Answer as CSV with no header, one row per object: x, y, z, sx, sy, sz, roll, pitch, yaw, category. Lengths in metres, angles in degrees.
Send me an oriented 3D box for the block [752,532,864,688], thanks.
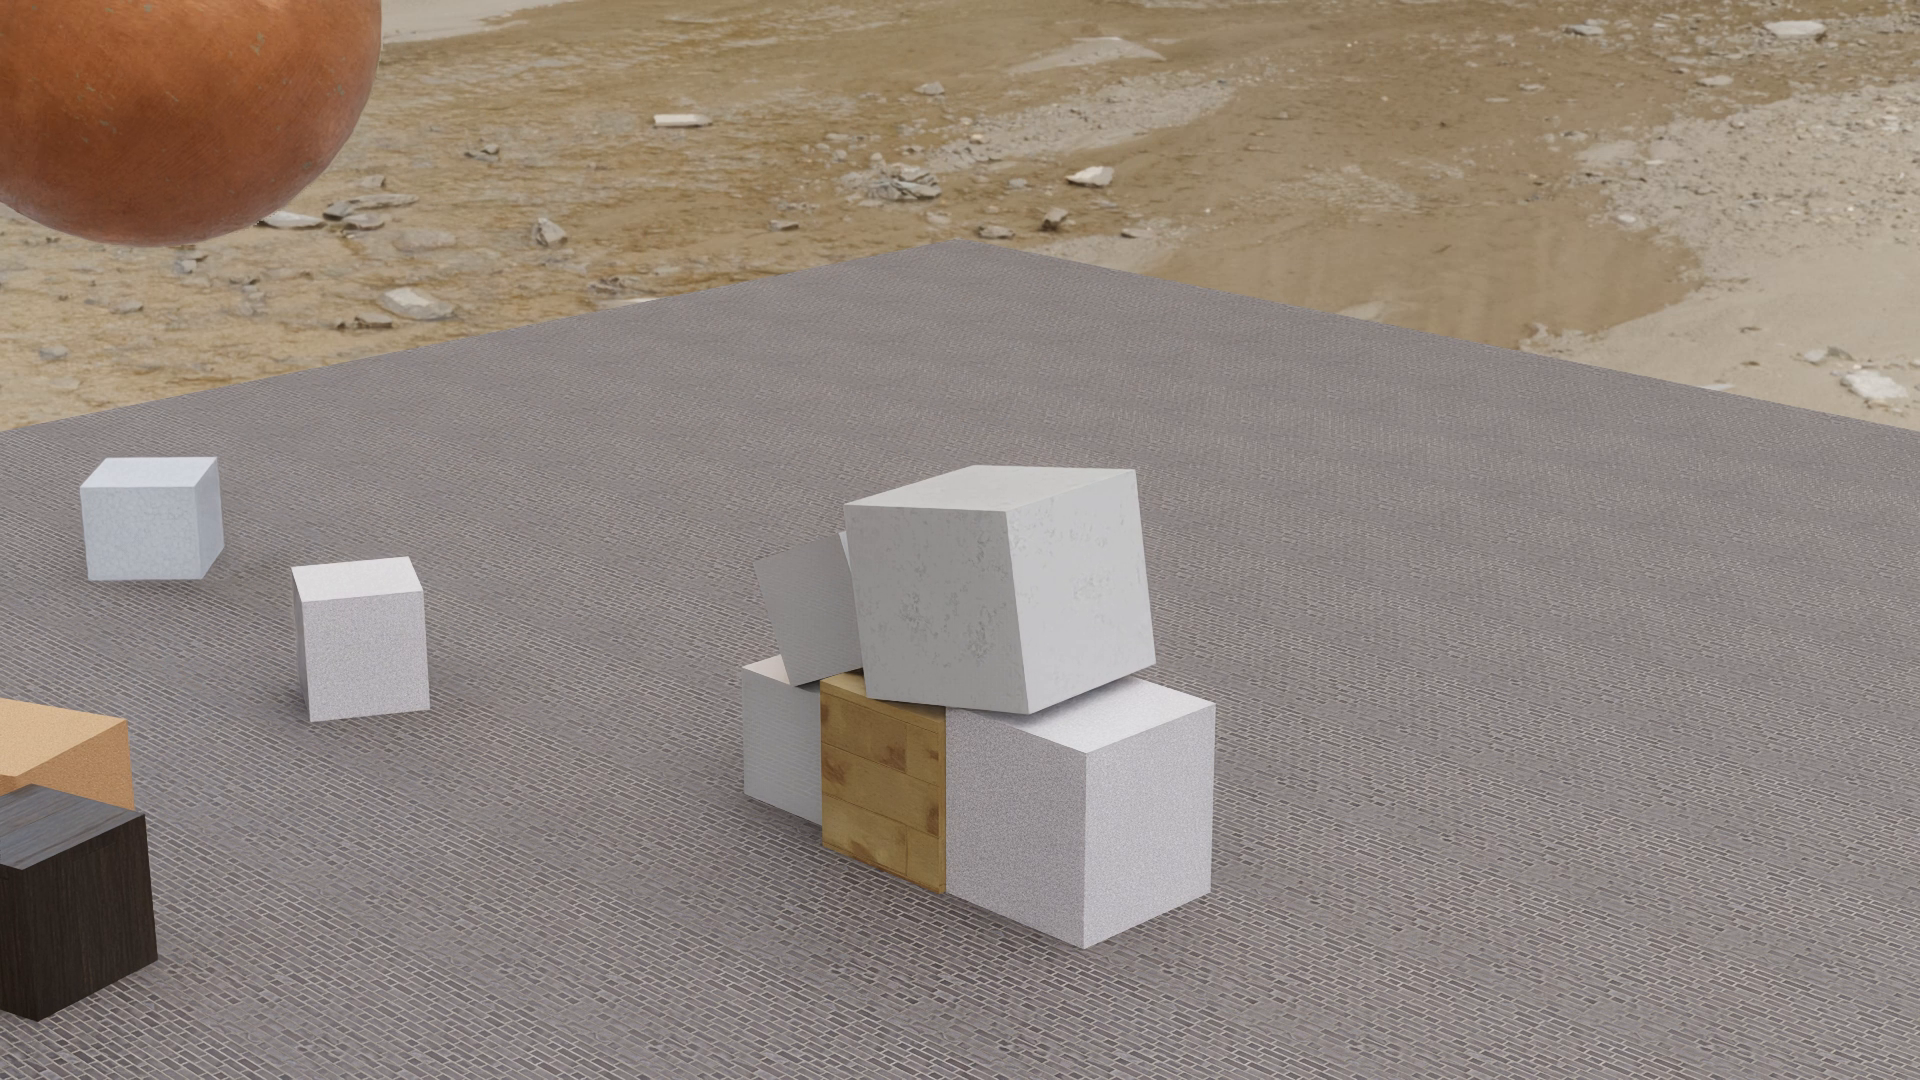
-0.453,0.265,13.890,0.642,0.622,0.667,-17,-1,-43,block

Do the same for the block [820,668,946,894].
-0.055,1.029,13.689,0.775,0.829,0.896,17,24,42,block

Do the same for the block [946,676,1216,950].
0.535,1.159,13.137,0.846,0.911,0.848,-17,24,-42,block

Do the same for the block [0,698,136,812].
-4.341,1.214,13.271,0.881,0.726,0.753,7,19,22,block

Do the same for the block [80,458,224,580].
-4.897,-0.135,17.807,0.675,0.580,0.641,0,17,-2,block

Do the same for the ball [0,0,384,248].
-2.760,-1.789,9.886,1.600,1.600,1.600,0,17,0,ball

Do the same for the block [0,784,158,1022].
-3.909,1.518,12.384,0.676,0.679,0.676,10,20,29,block

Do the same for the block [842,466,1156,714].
0.182,0.200,13.191,0.965,0.896,0.897,3,14,42,block

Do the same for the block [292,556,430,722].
-3.188,0.520,15.587,0.622,0.661,0.613,-5,18,-17,block

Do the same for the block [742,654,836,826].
-0.584,0.942,14.243,0.609,0.661,0.730,-17,24,-42,block
